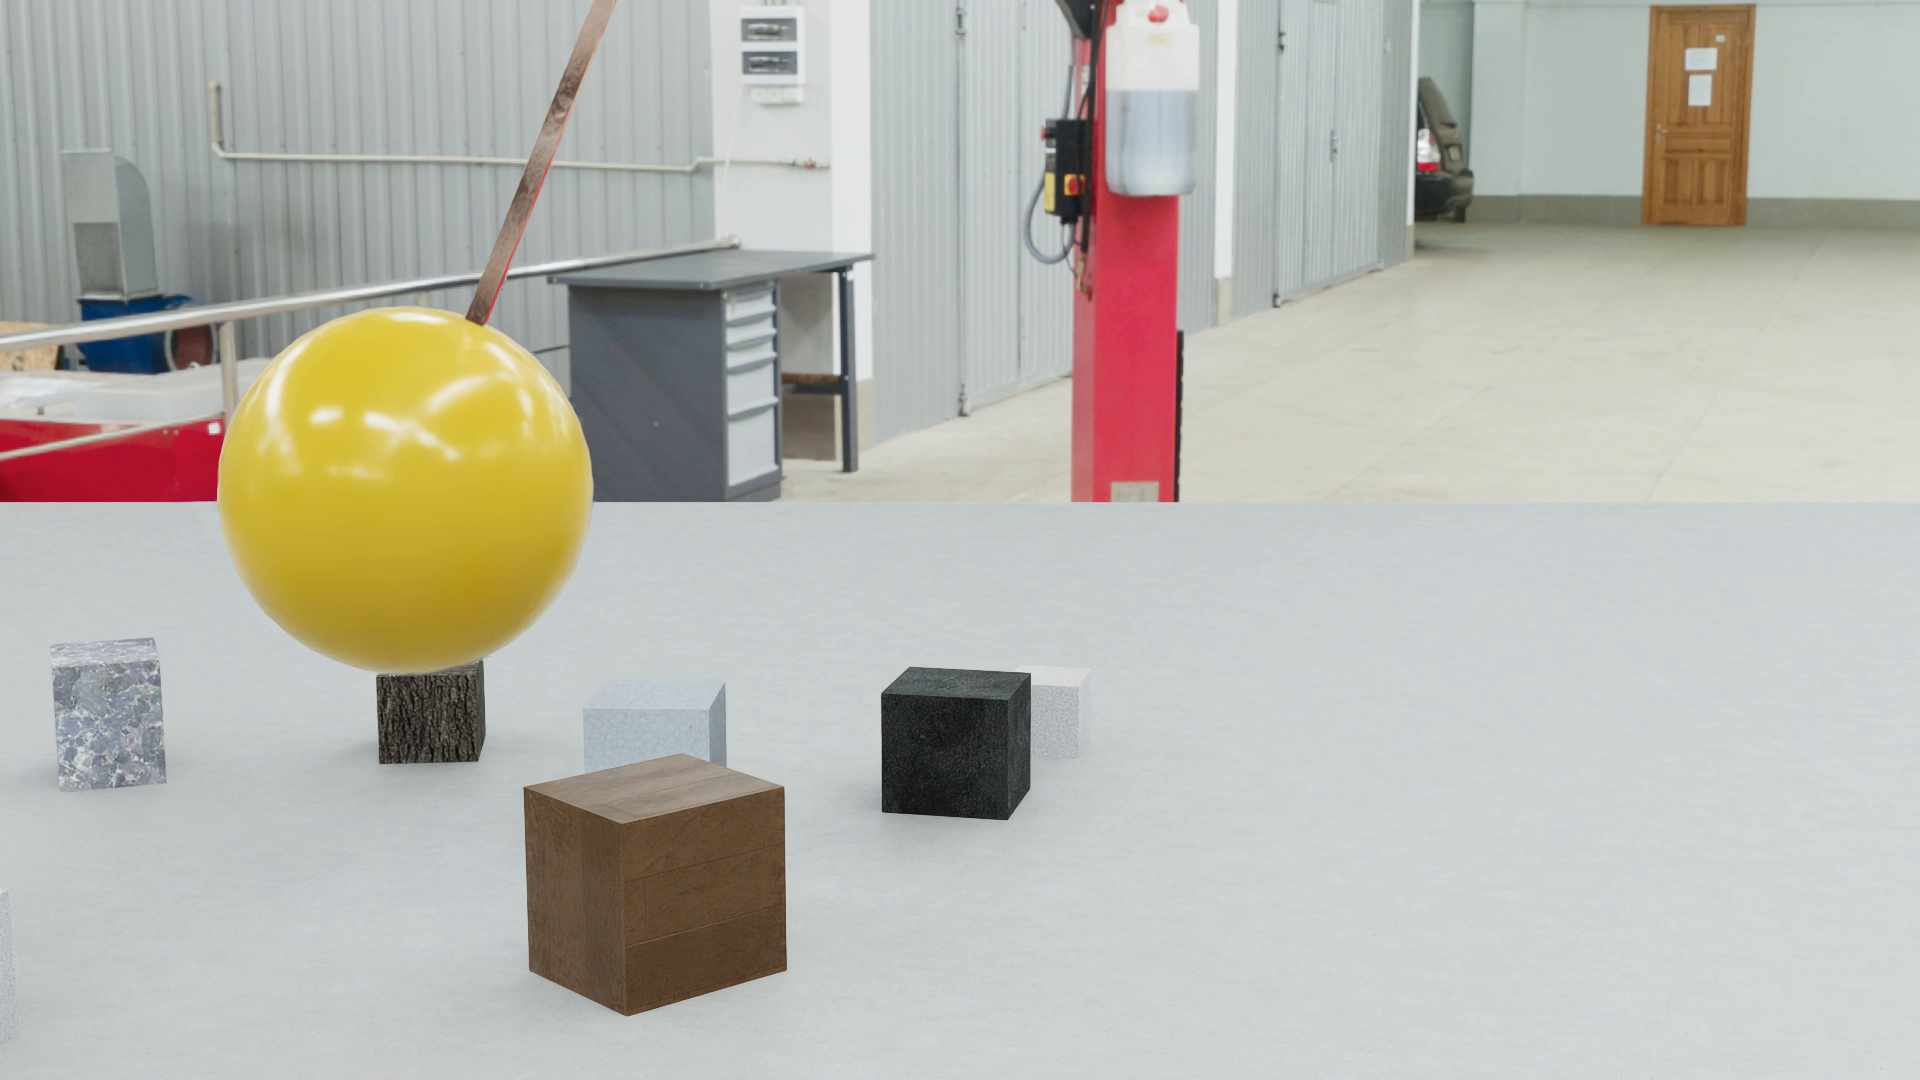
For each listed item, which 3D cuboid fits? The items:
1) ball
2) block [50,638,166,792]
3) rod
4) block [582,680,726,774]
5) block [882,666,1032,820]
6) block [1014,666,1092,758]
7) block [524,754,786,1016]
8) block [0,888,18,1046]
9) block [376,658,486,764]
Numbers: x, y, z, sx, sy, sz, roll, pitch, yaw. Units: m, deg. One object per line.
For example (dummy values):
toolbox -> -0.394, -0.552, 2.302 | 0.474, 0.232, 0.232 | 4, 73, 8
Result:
ball -> -2.399, -0.215, 11.141 | 1.600, 1.600, 1.600 | 0, 10, 0
block -> -4.309, 0.876, 12.975 | 0.506, 0.634, 0.560 | -4, 11, -20
rod -> -1.039, -3.281, 10.584 | 0.080, 5.200, 0.080 | 23, 9, -4
block -> -1.434, 1.032, 12.150 | 0.583, 0.622, 0.574 | 0, 10, 2
block -> -0.013, 0.983, 12.507 | 0.618, 0.590, 0.574 | 2, 11, 12
block -> 0.468, 0.902, 13.544 | 0.390, 0.379, 0.433 | 2, 11, 12
block -> -1.197, 1.337, 10.106 | 0.764, 0.754, 0.678 | -9, 14, -41
block -> -3.853, 1.601, 9.206 | 0.643, 0.555, 0.626 | 1, 10, 8
block -> -2.769, 0.876, 13.460 | 0.501, 0.461, 0.539 | -1, 10, -6
